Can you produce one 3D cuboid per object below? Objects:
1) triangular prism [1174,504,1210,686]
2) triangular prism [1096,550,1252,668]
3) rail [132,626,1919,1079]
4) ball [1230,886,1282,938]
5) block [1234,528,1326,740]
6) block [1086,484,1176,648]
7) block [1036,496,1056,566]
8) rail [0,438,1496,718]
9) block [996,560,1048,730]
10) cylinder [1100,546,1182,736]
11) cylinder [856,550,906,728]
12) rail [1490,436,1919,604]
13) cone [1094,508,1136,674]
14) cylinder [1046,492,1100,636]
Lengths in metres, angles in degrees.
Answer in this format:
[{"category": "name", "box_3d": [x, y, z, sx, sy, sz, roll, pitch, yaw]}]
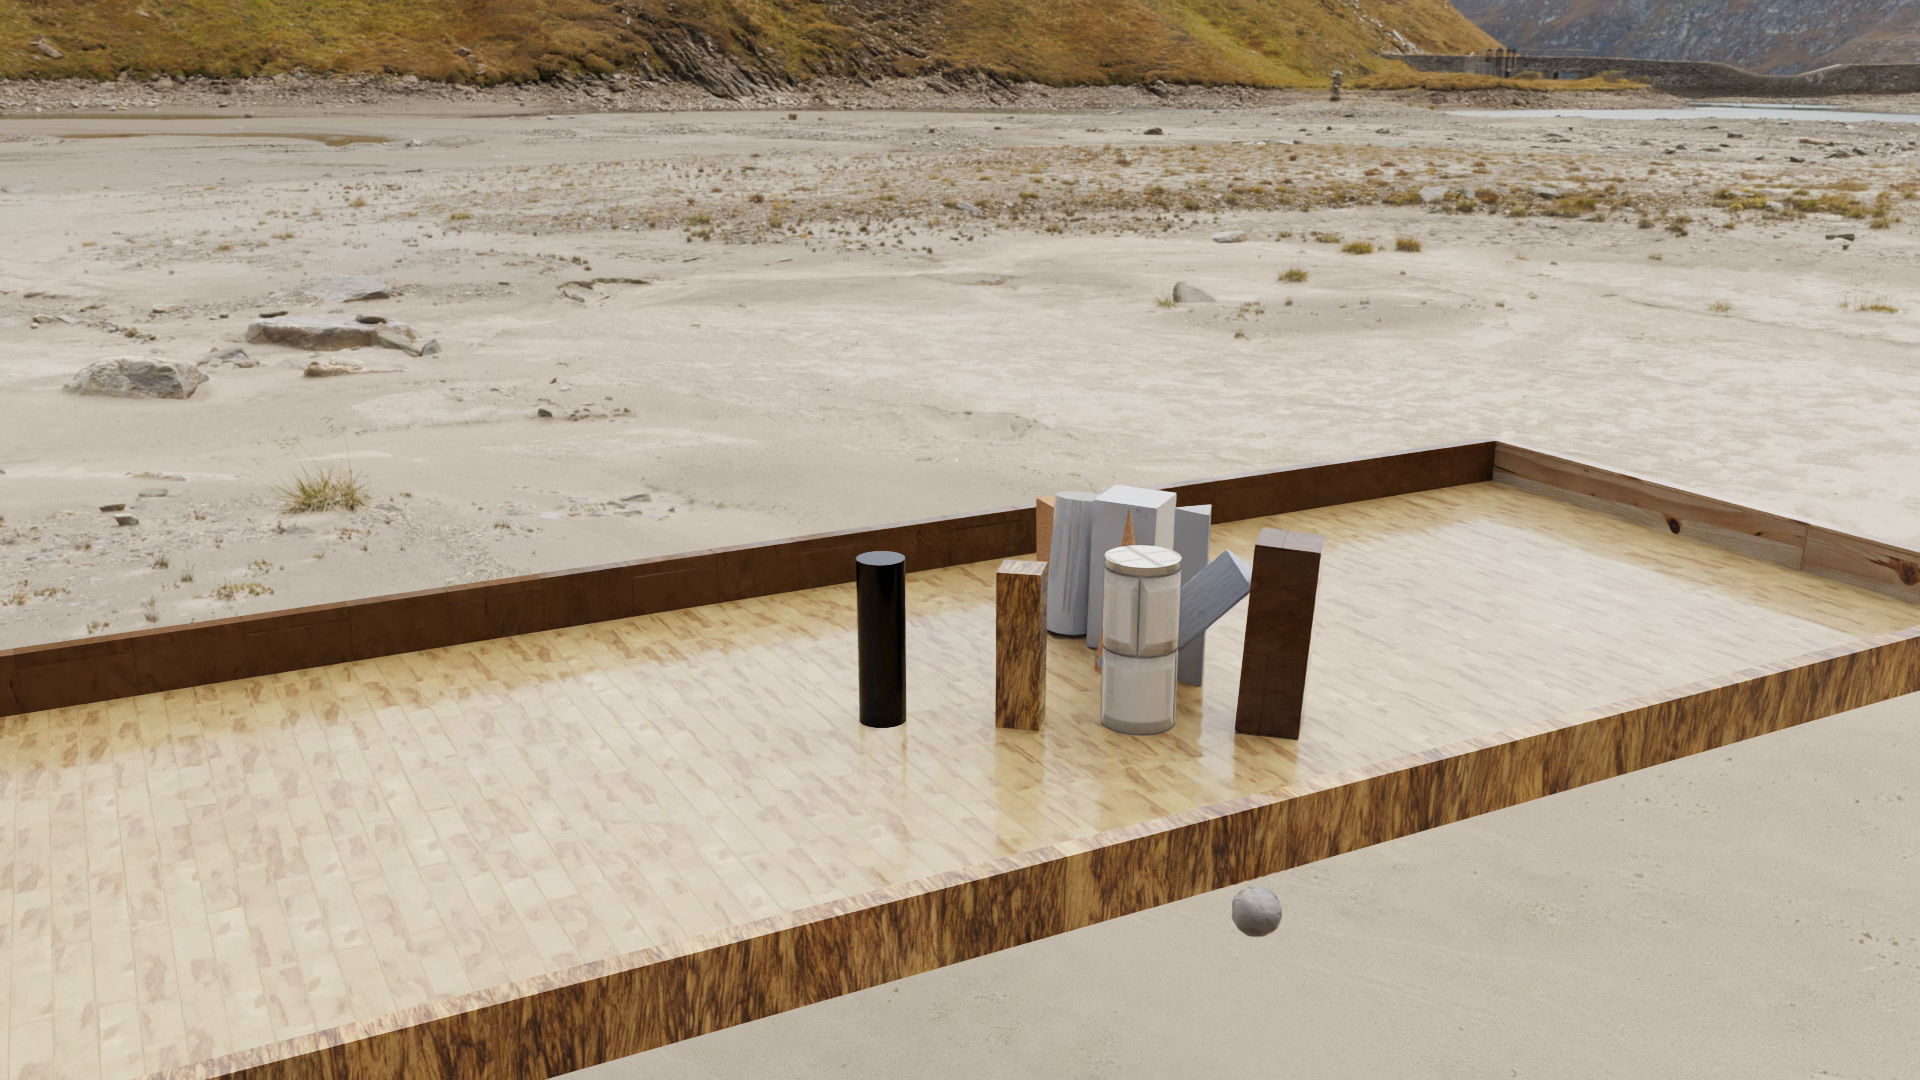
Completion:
[{"category": "triangular prism", "box_3d": [0.591, 0.135, 4.108, 0.097, 0.445, 0.084, 14, 22, 40]}, {"category": "triangular prism", "box_3d": [0.519, 0.197, 3.986, 0.105, 0.441, 0.121, 47, 24, 1]}, {"category": "rail", "box_3d": [-2.336, 1.006, 1.665, 12.000, 0.150, 0.050, -9, 18, -27]}, {"category": "ball", "box_3d": [1.276, 1.601, 7.103, 0.217, 0.217, 0.217, 0, 16, 0]}, {"category": "block", "box_3d": [0.739, 0.215, 3.808, 0.146, 0.452, 0.146, 8, 18, 15]}, {"category": "block", "box_3d": [0.452, 0.079, 4.358, 0.170, 0.405, 0.170, 9, 19, 23]}, {"category": "block", "box_3d": [0.314, 0.045, 4.625, 0.155, 0.317, 0.155, -5, 14, -16]}, {"category": "rail", "box_3d": [-3.305, 0.497, 3.399, 12.000, 0.150, 0.050, -9, 18, -27]}, {"category": "block", "box_3d": [0.143, 0.245, 3.847, 0.103, 0.380, 0.103, 3, 17, 11]}, {"category": "cylinder", "box_3d": [0.420, 0.232, 3.843, 0.176, 0.407, 0.176, 0, 16, 0]}, {"category": "cylinder", "box_3d": [-0.183, 0.233, 3.855, 0.114, 0.399, 0.114, 0, 16, 0]}, {"category": "rail", "box_3d": [2.466, -0.048, 5.253, 0.050, 0.150, 2.100, -9, 18, -27]}, {"category": "cone", "box_3d": [0.423, 0.122, 4.175, 0.157, 0.431, 0.157, 0, 16, 0]}, {"category": "cylinder", "box_3d": [0.313, 0.062, 4.469, 0.141, 0.368, 0.141, 4, 12, -1]}]
